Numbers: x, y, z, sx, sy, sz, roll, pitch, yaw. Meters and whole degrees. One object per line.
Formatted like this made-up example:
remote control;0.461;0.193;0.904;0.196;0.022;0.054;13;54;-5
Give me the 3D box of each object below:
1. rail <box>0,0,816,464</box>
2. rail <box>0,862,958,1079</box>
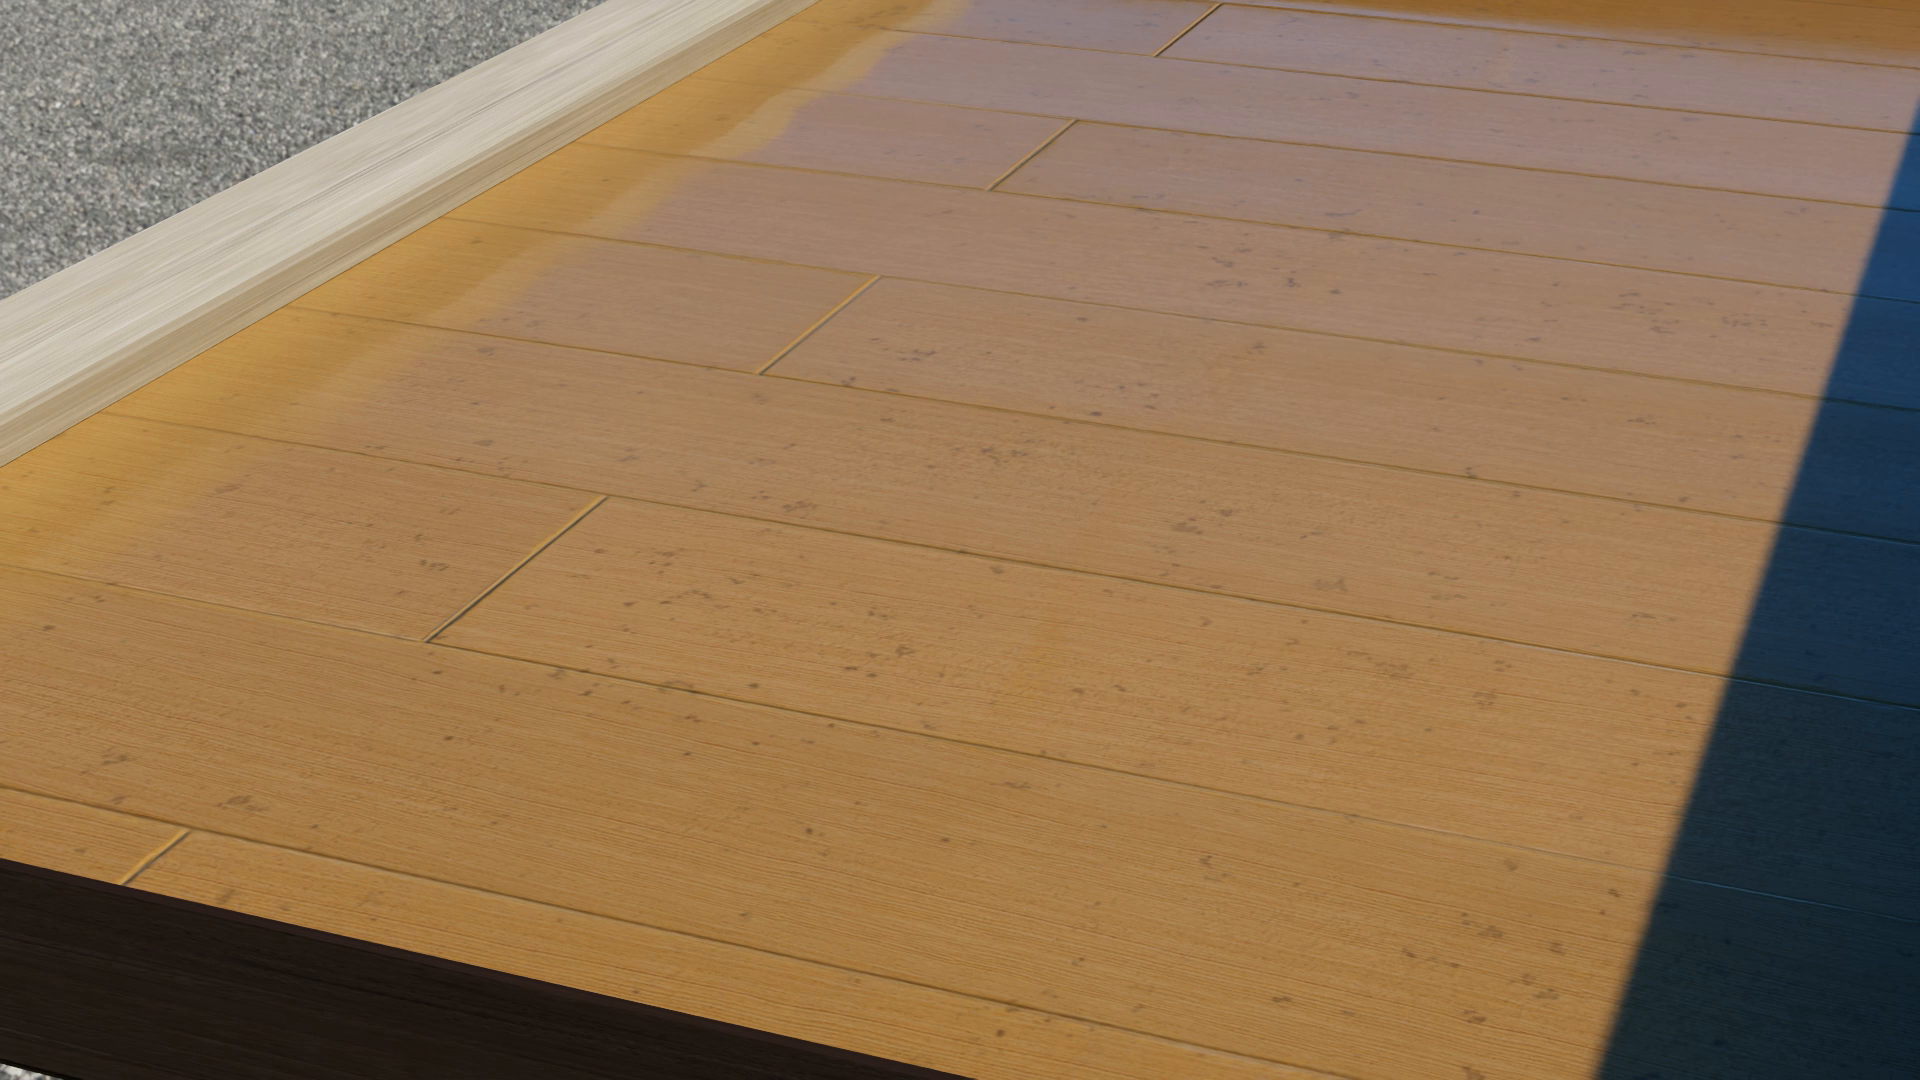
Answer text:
rail;-0.397;-0.392;2.719;0.045;0.116;2.726;9;26;19
rail;-0.239;0.229;1.354;1.432;0.116;0.045;9;26;19
